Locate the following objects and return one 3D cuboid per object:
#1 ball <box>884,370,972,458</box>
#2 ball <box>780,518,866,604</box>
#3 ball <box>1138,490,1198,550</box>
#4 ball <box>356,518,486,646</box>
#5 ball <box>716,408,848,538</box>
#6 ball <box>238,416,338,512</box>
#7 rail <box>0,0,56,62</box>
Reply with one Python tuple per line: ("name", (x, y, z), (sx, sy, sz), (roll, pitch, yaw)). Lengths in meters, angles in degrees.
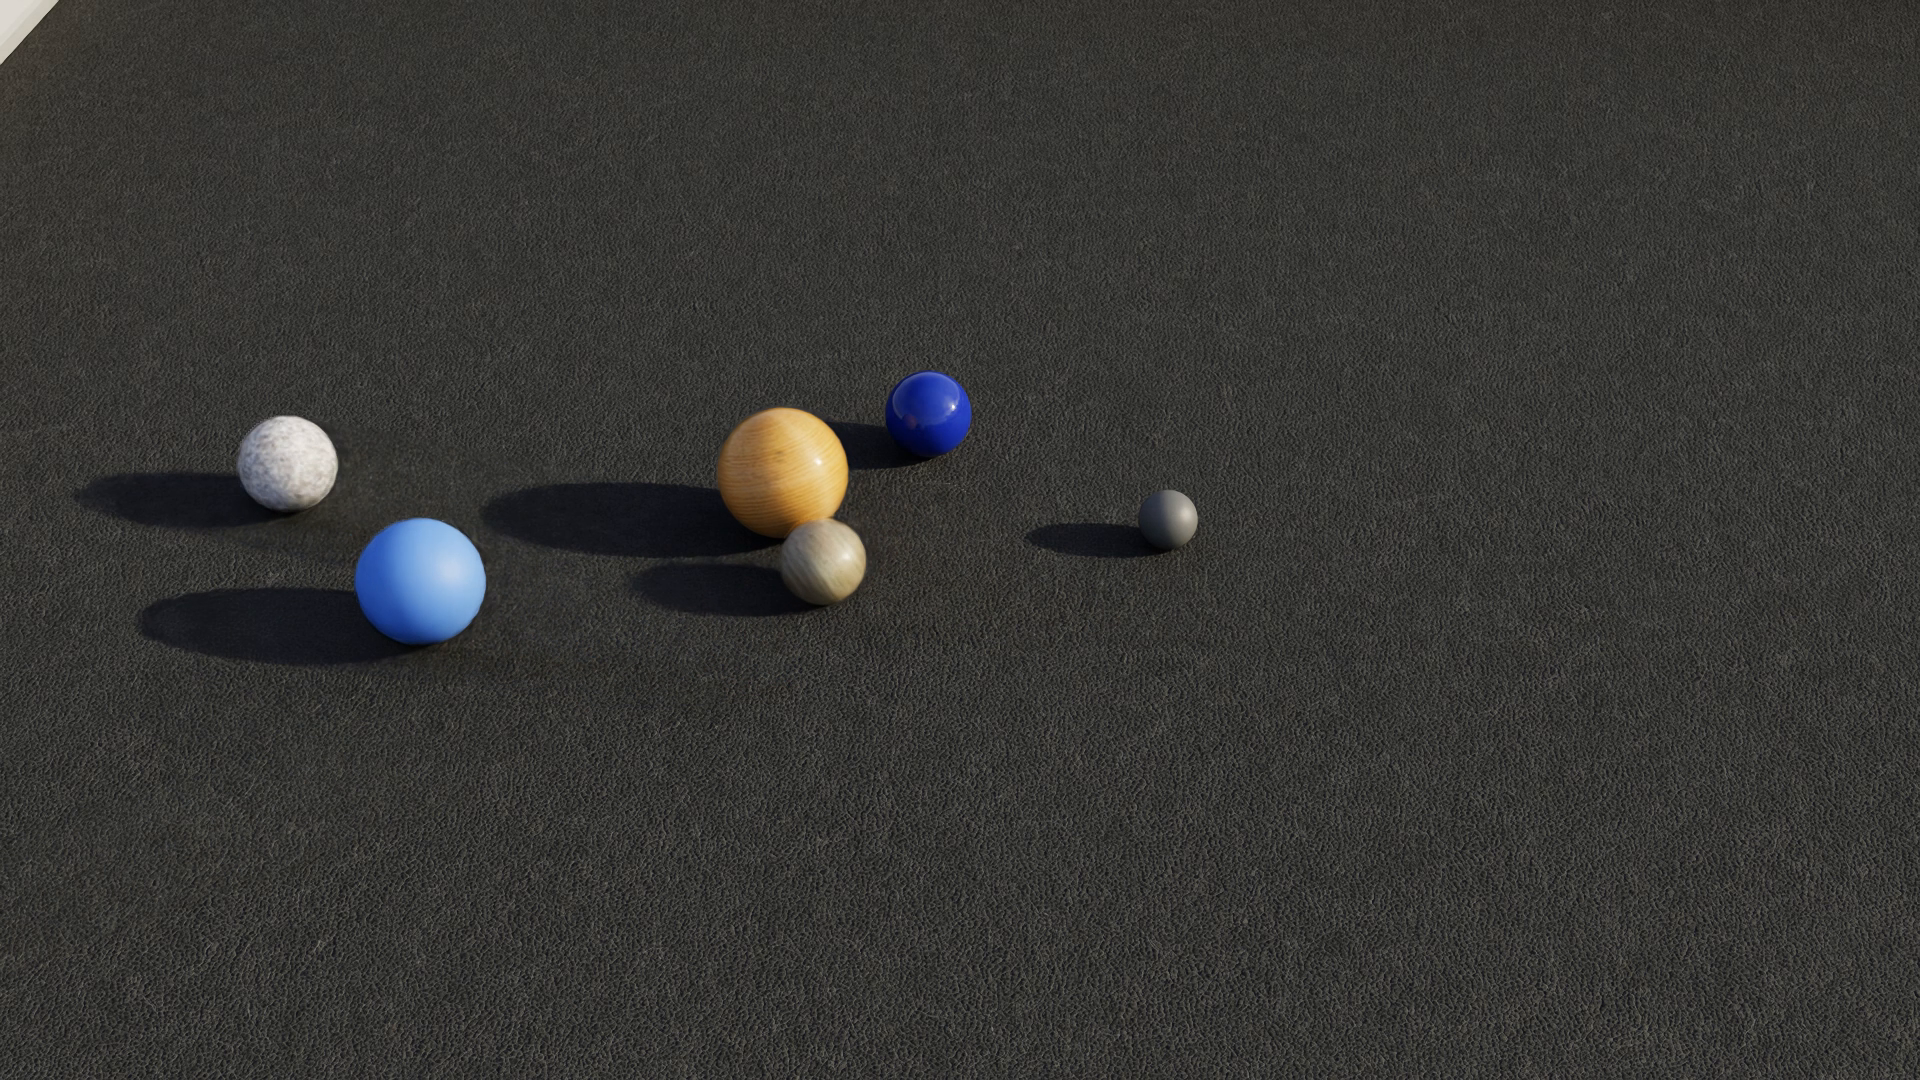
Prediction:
("ball", (-0.023, -0.090, 1.838), (0.062, 0.062, 0.062), (0, 36, 0))
("ball", (-0.091, 0.014, 1.697), (0.058, 0.058, 0.058), (0, 36, 0))
("ball", (0.142, -0.014, 1.750), (0.041, 0.041, 0.041), (0, 36, 0))
("ball", (-0.348, 0.027, 1.658), (0.082, 0.082, 0.082), (0, 36, 0))
("ball", (-0.121, -0.046, 1.753), (0.090, 0.090, 0.090), (0, 36, 0))
("ball", (-0.467, -0.052, 1.781), (0.067, 0.067, 0.067), (0, 36, 0))
("rail", (-0.932, -0.070, 1.761), (0.045, 0.117, 2.160), (3, 36, 4))
